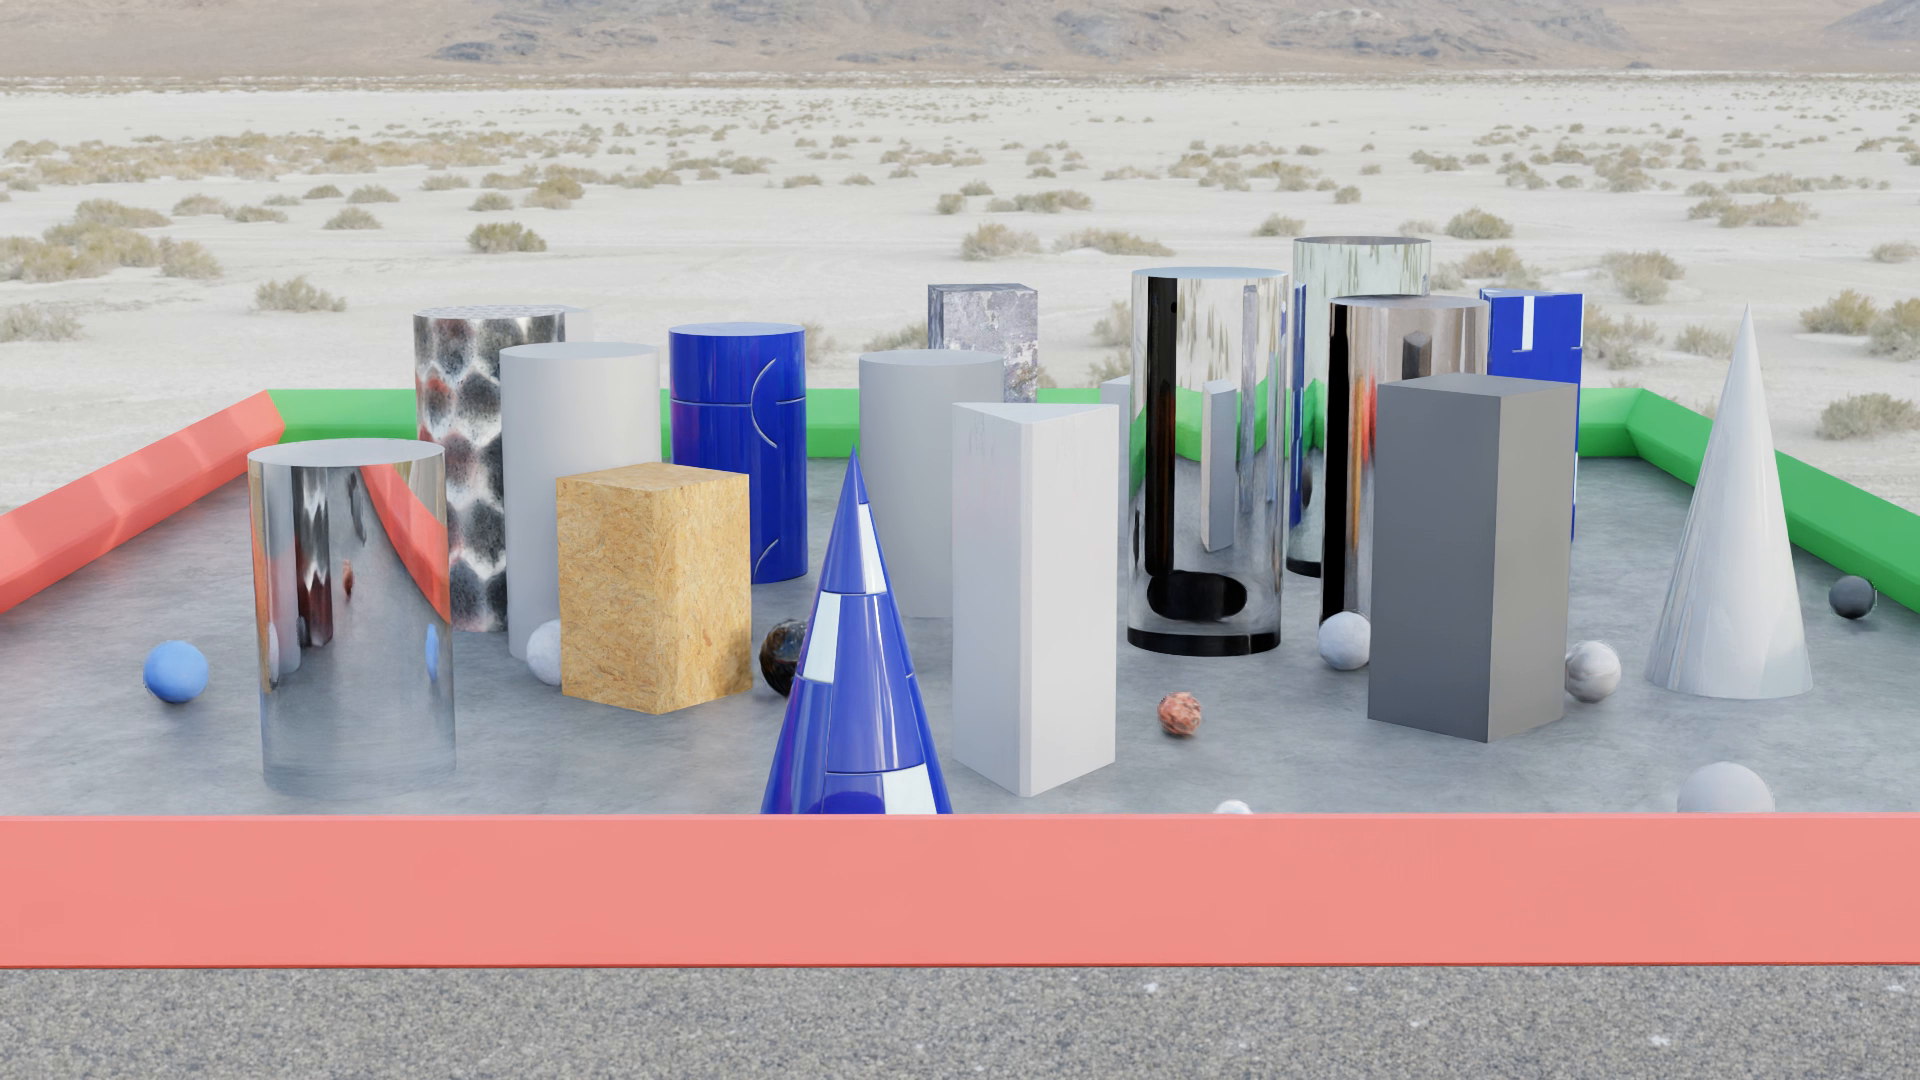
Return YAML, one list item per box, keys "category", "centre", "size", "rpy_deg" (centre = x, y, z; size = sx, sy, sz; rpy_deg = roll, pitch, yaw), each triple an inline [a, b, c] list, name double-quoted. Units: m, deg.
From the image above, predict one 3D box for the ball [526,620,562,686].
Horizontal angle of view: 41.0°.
- category: "ball"
  centre: [-0.476, 0.133, 3.048]
  size: [0.078, 0.078, 0.078]
  rpy_deg: [0, 11, 0]

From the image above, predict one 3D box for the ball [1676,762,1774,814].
- category: "ball"
  centre: [0.714, 0.250, 2.395]
  size: [0.086, 0.086, 0.086]
  rpy_deg: [0, 11, 0]

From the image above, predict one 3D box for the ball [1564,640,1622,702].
- category: "ball"
  centre: [0.730, 0.152, 2.971]
  size: [0.070, 0.070, 0.070]
  rpy_deg: [0, 11, 0]

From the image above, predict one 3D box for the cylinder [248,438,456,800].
- category: "cylinder"
  centre: [-0.624, 0.076, 2.642]
  size: [0.196, 0.338, 0.196]
  rpy_deg: [0, 11, 0]

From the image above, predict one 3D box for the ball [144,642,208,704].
- category: "ball"
  centre: [-0.904, 0.153, 2.962]
  size: [0.071, 0.071, 0.071]
  rpy_deg: [0, 11, 0]

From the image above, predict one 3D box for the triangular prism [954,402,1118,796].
- category: "triangular prism"
  centre: [0.054, 0.052, 2.659]
  size: [0.147, 0.380, 0.170]
  rpy_deg: [7, 13, 34]

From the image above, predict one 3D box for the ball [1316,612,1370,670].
- category: "ball"
  centre: [0.470, 0.123, 3.121]
  size: [0.071, 0.071, 0.071]
  rpy_deg: [0, 11, 0]

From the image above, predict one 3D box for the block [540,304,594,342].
- category: "block"
  centre: [-0.689, -0.201, 4.138]
  size: [0.157, 0.339, 0.157]
  rpy_deg: [-6, 12, -29]

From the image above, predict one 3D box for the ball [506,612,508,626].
- category: "ball"
  centre: [-0.567, 0.102, 3.318]
  size: [0.042, 0.042, 0.042]
  rpy_deg: [0, 11, 0]

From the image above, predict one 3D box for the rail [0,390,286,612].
- category: "rail"
  centre: [-1.267, 0.034, 3.442]
  size: [0.045, 0.127, 2.777]
  rpy_deg: [0, 11, 0]

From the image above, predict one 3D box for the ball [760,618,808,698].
- category: "ball"
  centre: [-0.187, 0.138, 2.983]
  size: [0.093, 0.093, 0.093]
  rpy_deg: [0, 11, 0]

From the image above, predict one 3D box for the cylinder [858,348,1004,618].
- category: "cylinder"
  centre: [-0.039, -0.081, 3.491]
  size: [0.196, 0.338, 0.196]
  rpy_deg: [0, 11, 0]

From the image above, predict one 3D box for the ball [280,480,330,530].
- category: "ball"
  centre: [-1.039, -0.056, 4.067]
  size: [0.078, 0.078, 0.078]
  rpy_deg: [0, 11, 0]

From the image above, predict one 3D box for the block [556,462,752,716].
- category: "block"
  centre: [-0.356, 0.052, 2.994]
  size: [0.157, 0.257, 0.157]
  rpy_deg: [8, 13, 38]

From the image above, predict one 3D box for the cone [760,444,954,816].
- category: "cone"
  centre: [-0.099, 0.095, 2.426]
  size: [0.196, 0.379, 0.196]
  rpy_deg: [0, 11, 0]

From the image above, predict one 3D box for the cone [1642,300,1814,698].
- category: "cone"
  centre: [0.921, -0.058, 3.039]
  size: [0.196, 0.457, 0.196]
  rpy_deg: [0, 11, 0]

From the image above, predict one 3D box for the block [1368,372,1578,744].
- category: "block"
  centre: [0.571, 0.014, 2.863]
  size: [0.157, 0.379, 0.157]
  rpy_deg: [10, 14, 43]

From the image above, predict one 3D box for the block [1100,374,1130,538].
- category: "block"
  centre: [0.322, -0.132, 4.035]
  size: [0.157, 0.240, 0.157]
  rpy_deg: [5, 12, 24]

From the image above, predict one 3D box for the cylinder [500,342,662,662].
- category: "cylinder"
  centre: [-0.471, -0.049, 3.210]
  size: [0.196, 0.378, 0.196]
  rpy_deg: [0, 11, 0]

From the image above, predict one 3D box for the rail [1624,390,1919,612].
- category: "rail"
  centre: [1.267, 0.031, 3.456]
  size: [0.045, 0.127, 2.777]
  rpy_deg: [0, 11, 0]

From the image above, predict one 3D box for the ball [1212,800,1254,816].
- category: "ball"
  centre: [0.258, 0.267, 2.430]
  size: [0.041, 0.041, 0.041]
  rpy_deg: [0, 11, 0]

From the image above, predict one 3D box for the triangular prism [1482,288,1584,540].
- category: "triangular prism"
  centre: [0.845, -0.194, 3.977]
  size: [0.170, 0.383, 0.147]
  rpy_deg: [-4, 11, -23]

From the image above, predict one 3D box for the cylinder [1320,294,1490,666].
- category: "cylinder"
  centre: [0.551, -0.077, 3.193]
  size: [0.196, 0.440, 0.196]
  rpy_deg: [0, 11, 0]

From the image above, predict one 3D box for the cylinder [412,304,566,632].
- category: "cylinder"
  centre: [-0.615, -0.098, 3.391]
  size: [0.196, 0.408, 0.196]
  rpy_deg: [0, 11, 0]

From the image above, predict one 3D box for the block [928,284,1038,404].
- category: "block"
  centre: [0.037, -0.243, 4.304]
  size: [0.157, 0.360, 0.157]
  rpy_deg: [-2, 11, -10]

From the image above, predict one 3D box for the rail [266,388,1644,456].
- category: "rail"
  centre: [-0.008, -0.216, 4.791]
  size: [2.582, 0.127, 0.045]
  rpy_deg: [0, 11, 0]

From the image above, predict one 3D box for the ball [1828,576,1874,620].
- category: "ball"
  centre: [1.185, 0.076, 3.410]
  size: [0.058, 0.058, 0.058]
  rpy_deg: [0, 11, 0]

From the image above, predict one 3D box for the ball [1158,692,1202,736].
- category: "ball"
  centre: [0.242, 0.192, 2.819]
  size: [0.047, 0.047, 0.047]
  rpy_deg: [0, 11, 0]

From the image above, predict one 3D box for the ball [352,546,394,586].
- category: "ball"
  centre: [-0.830, 0.036, 3.629]
  size: [0.057, 0.057, 0.057]
  rpy_deg: [0, 11, 0]

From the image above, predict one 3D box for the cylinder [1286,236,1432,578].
- category: "cylinder"
  centre: [0.576, -0.194, 3.716]
  size: [0.196, 0.478, 0.196]
  rpy_deg: [0, 11, 0]

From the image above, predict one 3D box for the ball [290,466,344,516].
- category: "ball"
  centre: [-1.044, -0.077, 4.161]
  size: [0.086, 0.086, 0.086]
  rpy_deg: [0, 11, 0]

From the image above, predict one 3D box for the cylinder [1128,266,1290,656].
- category: "cylinder"
  centre: [0.312, -0.103, 3.249]
  size: [0.196, 0.470, 0.196]
  rpy_deg: [0, 11, 0]

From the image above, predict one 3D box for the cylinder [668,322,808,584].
- category: "cylinder"
  centre: [-0.319, -0.128, 3.702]
  size: [0.196, 0.354, 0.196]
  rpy_deg: [0, 11, 0]

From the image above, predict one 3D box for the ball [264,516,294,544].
- category: "ball"
  centre: [-1.049, -0.016, 3.950]
  size: [0.042, 0.042, 0.042]
  rpy_deg: [0, 11, 0]

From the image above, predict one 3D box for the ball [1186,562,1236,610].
- category: "ball"
  centre: [0.340, 0.062, 3.464]
  size: [0.067, 0.067, 0.067]
  rpy_deg: [0, 11, 0]

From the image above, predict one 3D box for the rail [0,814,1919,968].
- category: "rail"
  centre: [0.008, 0.282, 2.107]
  size: [2.582, 0.127, 0.045]
  rpy_deg: [0, 11, 0]
